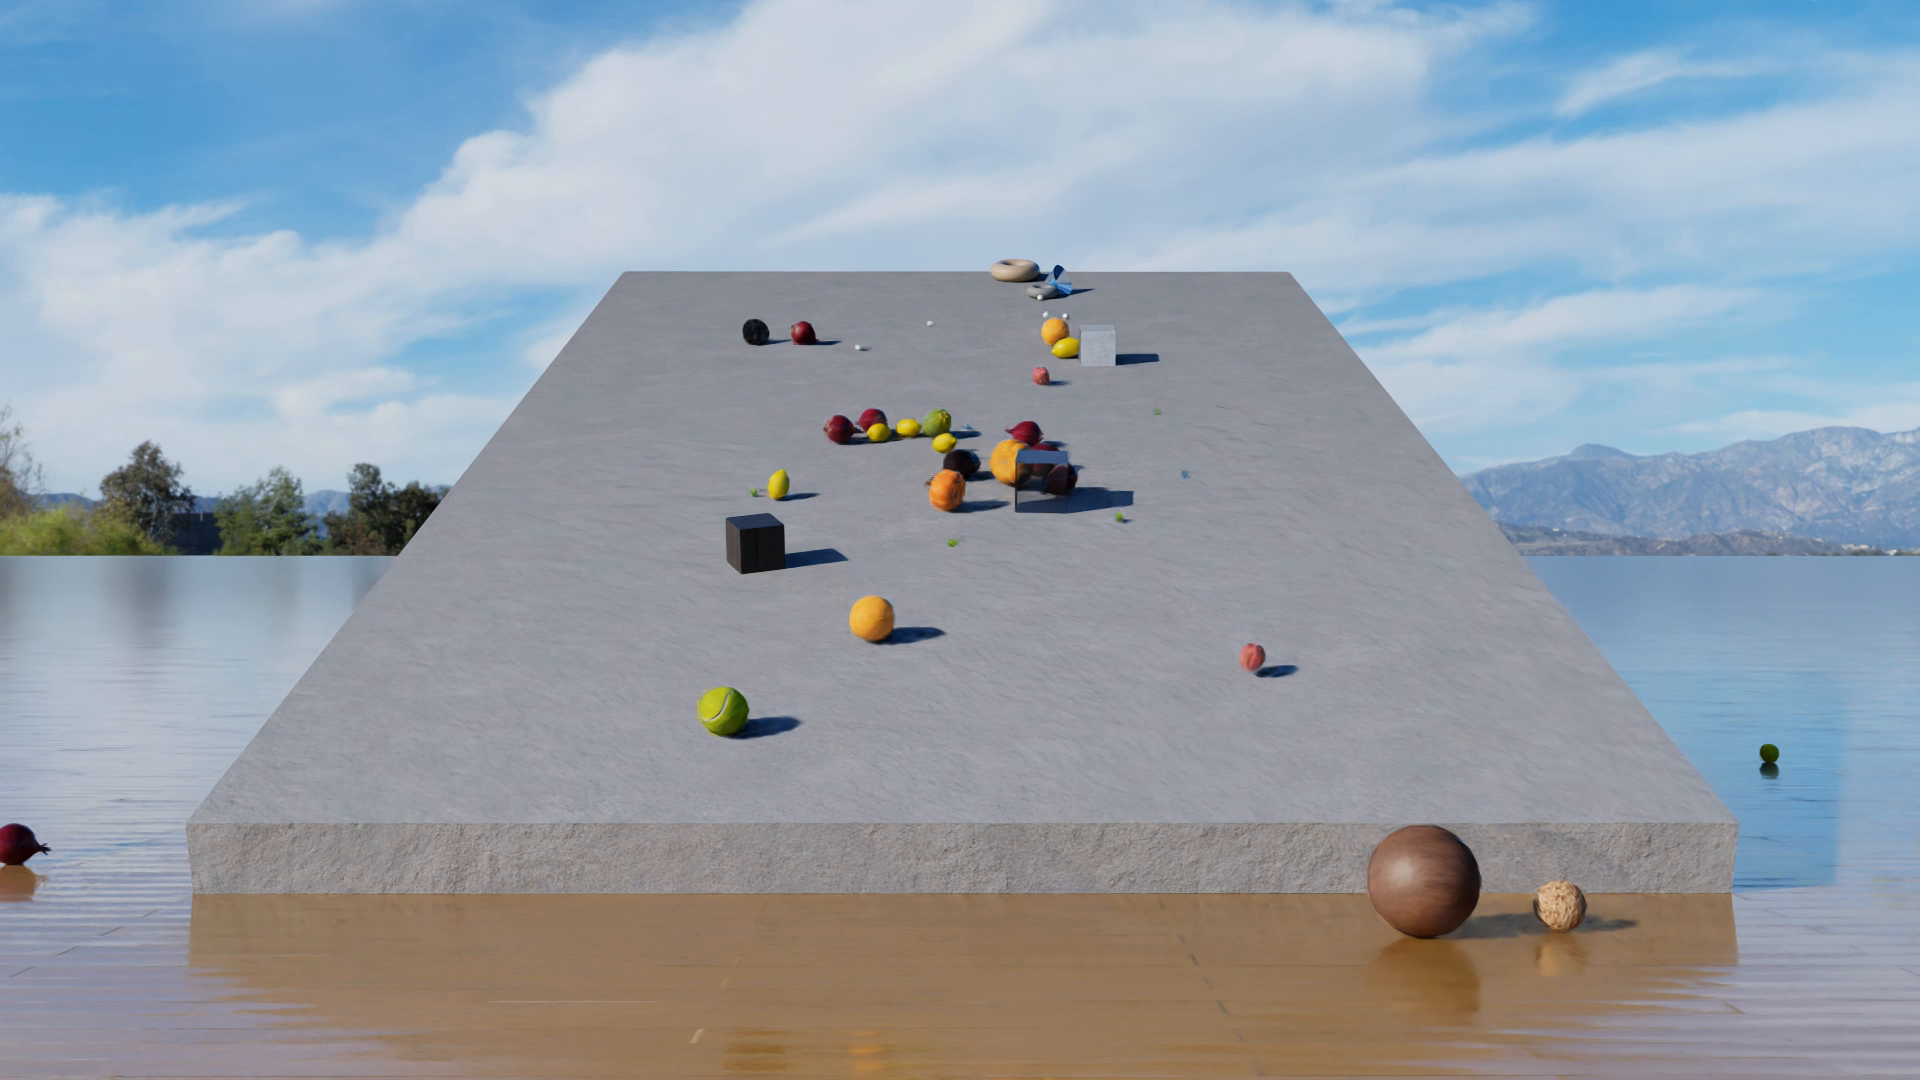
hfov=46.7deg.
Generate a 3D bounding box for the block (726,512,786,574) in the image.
[{"bbox_3d":[-0.358,0.006,3.890,0.081,0.081,0.081,-7,18,-23],"label":"block"}]

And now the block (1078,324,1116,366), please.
[{"bbox_3d":[0.337,-0.479,5.468,0.085,0.085,0.085,0,17,-1],"label":"block"}]

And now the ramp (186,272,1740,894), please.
[{"bbox_3d":[-0.003,-0.174,4.787,2.000,0.100,4.000,0,17,0],"label":"ramp"}]

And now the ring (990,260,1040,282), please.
[{"bbox_3d":[0.164,-0.795,6.561,0.148,0.049,0.148,0,18,0],"label":"ring"}]

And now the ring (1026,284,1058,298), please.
[{"bbox_3d":[0.234,-0.704,6.294,0.092,0.031,0.092,1,18,0],"label":"ring"}]

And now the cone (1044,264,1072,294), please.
[{"bbox_3d":[0.257,-0.729,6.358,0.090,0.090,0.090,-21,-12,32],"label":"cone"}]

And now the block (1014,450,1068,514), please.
[{"bbox_3d":[0.157,-0.112,4.247,0.098,0.098,0.098,1,17,4],"label":"block"}]

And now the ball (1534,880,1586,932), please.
[{"bbox_3d":[0.703,0.429,2.604,0.060,0.060,0.060,0,0,0],"label":"ball"}]

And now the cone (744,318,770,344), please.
[{"bbox_3d":[-0.535,-0.522,5.694,0.072,0.072,0.072,0,-20,-31],"label":"cone"}]
